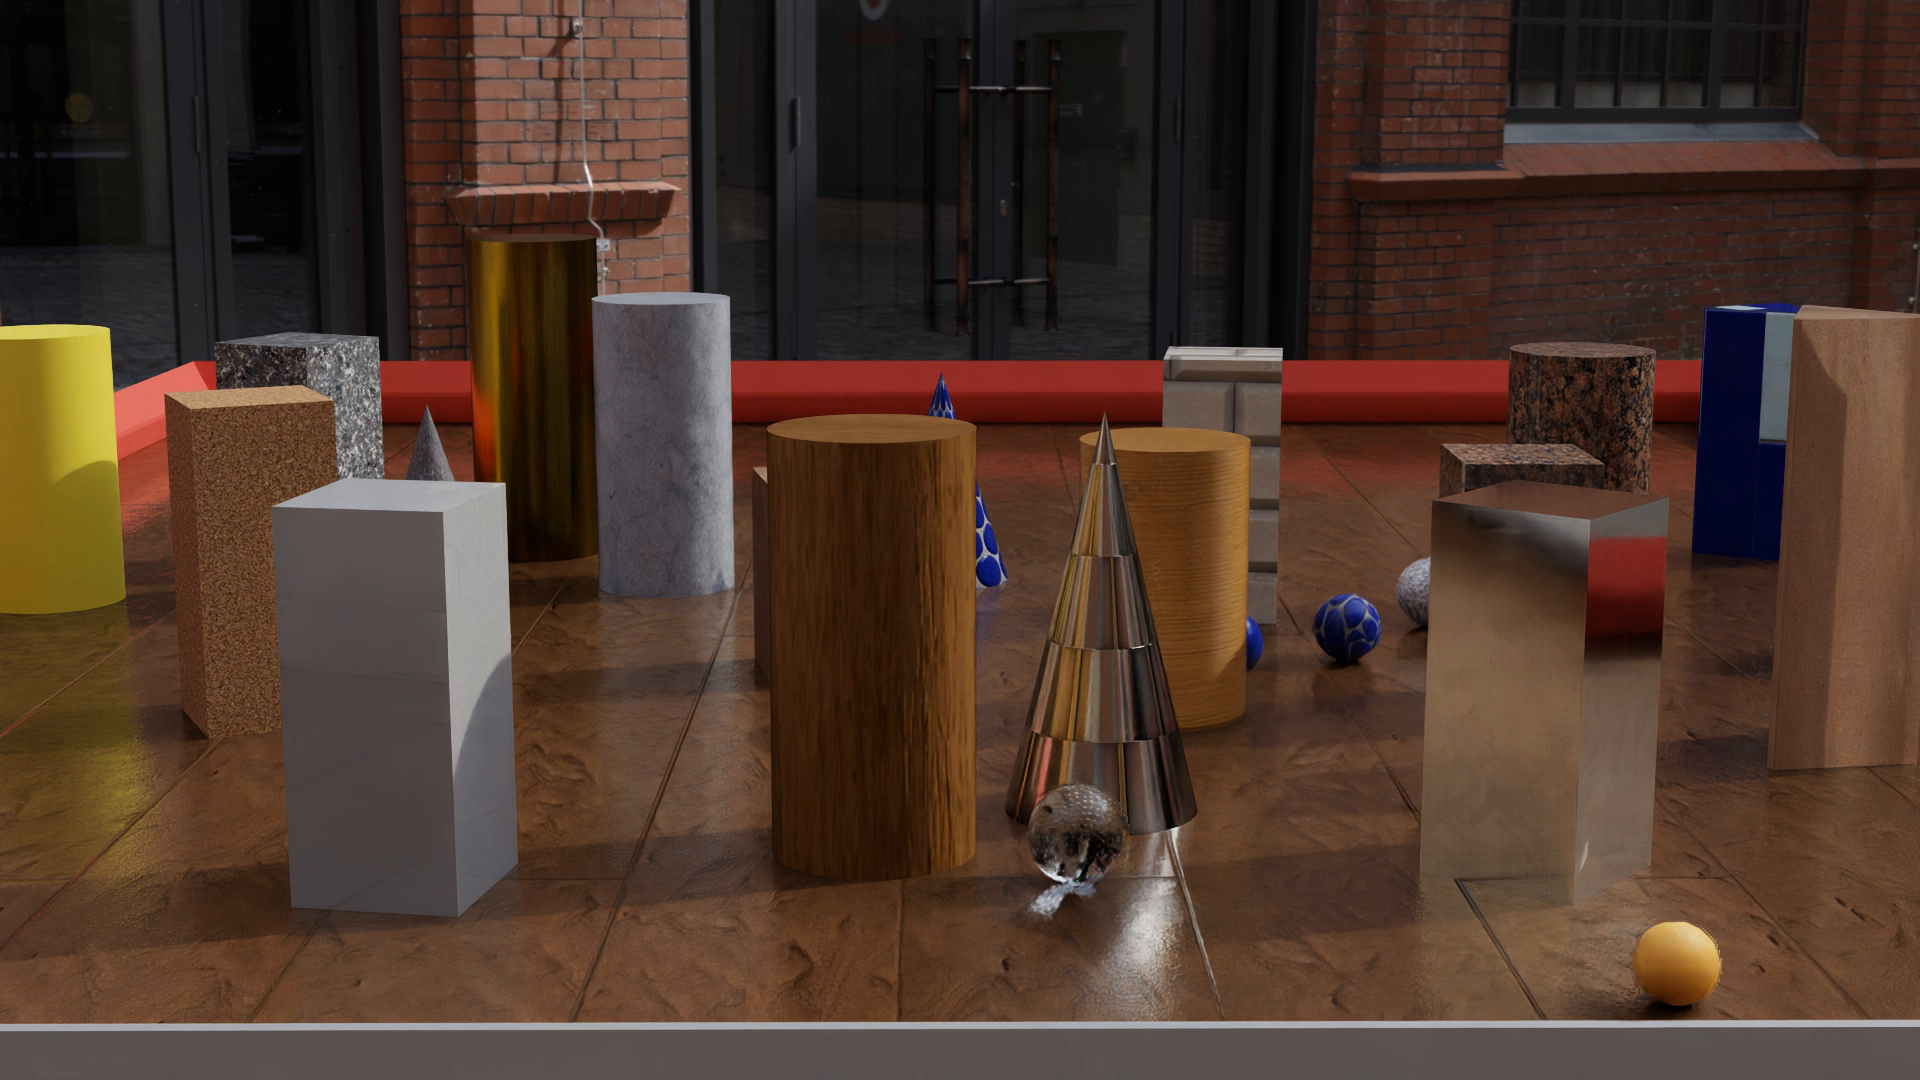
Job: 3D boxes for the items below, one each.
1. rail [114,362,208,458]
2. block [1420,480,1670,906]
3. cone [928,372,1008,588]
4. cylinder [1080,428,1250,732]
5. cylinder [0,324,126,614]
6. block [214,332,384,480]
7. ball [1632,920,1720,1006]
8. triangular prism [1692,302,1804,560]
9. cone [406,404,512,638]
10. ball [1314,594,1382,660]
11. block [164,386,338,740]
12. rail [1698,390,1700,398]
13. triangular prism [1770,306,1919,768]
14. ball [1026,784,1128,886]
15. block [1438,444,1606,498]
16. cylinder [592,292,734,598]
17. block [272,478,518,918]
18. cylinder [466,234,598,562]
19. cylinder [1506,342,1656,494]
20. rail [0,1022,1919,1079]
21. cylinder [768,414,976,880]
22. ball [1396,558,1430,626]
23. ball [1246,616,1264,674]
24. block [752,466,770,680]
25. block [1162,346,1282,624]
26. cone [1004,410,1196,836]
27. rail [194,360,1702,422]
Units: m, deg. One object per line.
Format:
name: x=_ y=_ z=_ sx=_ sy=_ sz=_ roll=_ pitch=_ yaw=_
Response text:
rail: x=-1.534 y=0.034 z=3.441 sx=0.045 sy=0.124 sz=3.682 roll=0 pitch=11 yaw=0
block: x=0.527 y=0.132 z=2.318 sx=0.153 sy=0.343 sz=0.153 roll=9 pitch=14 yaw=39
cone: x=-0.026 y=-0.092 z=3.649 sx=0.191 sy=0.297 sz=0.191 roll=0 pitch=11 yaw=0
cylinder: x=0.229 y=0.041 z=2.893 sx=0.191 sy=0.312 sz=0.191 roll=0 pitch=11 yaw=0
cylinder: x=-1.247 y=-0.100 z=3.493 sx=0.191 sy=0.369 sz=0.191 roll=0 pitch=11 yaw=0
block: x=-0.895 y=-0.095 z=3.497 sx=0.153 sy=0.358 sz=0.153 roll=5 pitch=12 yaw=25
ball: x=0.560 y=0.331 z=2.007 sx=0.066 sy=0.066 sz=0.066 roll=0 pitch=11 yaw=0
triangular prism: x=1.211 y=-0.167 z=3.857 sx=0.166 sy=0.368 sz=0.143 roll=6 pitch=12 yaw=29
cone: x=-0.671 y=-0.022 z=3.256 sx=0.191 sy=0.304 sz=0.191 roll=0 pitch=11 yaw=0
ball: x=0.477 y=0.108 z=3.162 sx=0.083 sy=0.083 sz=0.083 roll=0 pitch=11 yaw=0
block: x=-0.786 y=0.020 z=2.866 sx=0.153 sy=0.363 sz=0.153 roll=-5 pitch=12 yaw=-27
rail: x=1.534 y=0.030 z=3.458 sx=0.045 sy=0.124 sz=3.682 roll=0 pitch=11 yaw=0
triangular prism: x=0.917 y=-0.007 z=2.720 sx=0.166 sy=0.470 sz=0.143 roll=-2 pitch=11 yaw=-9
ball: x=0.105 y=0.264 z=2.299 sx=0.091 sy=0.091 sz=0.091 roll=0 pitch=11 yaw=0
block: x=0.633 y=0.046 z=2.921 sx=0.153 sy=0.292 sz=0.153 roll=0 pitch=11 yaw=0
cylinder: x=-0.415 y=-0.137 z=3.595 sx=0.191 sy=0.404 sz=0.191 roll=0 pitch=11 yaw=0
block: x=-0.496 y=0.135 z=2.270 sx=0.153 sy=0.355 sz=0.153 roll=2 pitch=11 yaw=10
cylinder: x=-0.635 y=-0.216 z=3.841 sx=0.191 sy=0.471 sz=0.191 roll=0 pitch=11 yaw=0
cylinder: x=0.834 y=-0.084 z=3.470 sx=0.191 sy=0.347 sz=0.191 roll=0 pitch=11 yaw=0
rail: x=0.010 y=0.364 z=1.663 sx=3.114 sy=0.124 sz=0.045 roll=0 pitch=11 yaw=0
cylinder: x=-0.080 y=0.094 z=2.373 sx=0.191 sy=0.399 sz=0.191 roll=0 pitch=11 yaw=0
ball: x=0.617 y=0.068 z=3.353 sx=0.091 sy=0.091 sz=0.091 roll=0 pitch=11 yaw=0
ball: x=0.321 y=0.124 z=3.067 sx=0.084 sy=0.084 sz=0.084 roll=0 pitch=11 yaw=0
block: x=-0.163 y=0.039 z=3.101 sx=0.153 sy=0.239 sz=0.153 roll=-2 pitch=11 yaw=-13
block: x=0.349 y=-0.076 z=3.423 sx=0.153 sy=0.347 sz=0.153 roll=1 pitch=11 yaw=7
cone: x=0.139 y=0.070 z=2.504 sx=0.191 sy=0.397 sz=0.191 roll=0 pitch=11 yaw=0
rail: x=-0.010 y=-0.301 z=5.236 sx=3.114 sy=0.124 sz=0.045 roll=0 pitch=11 yaw=0
